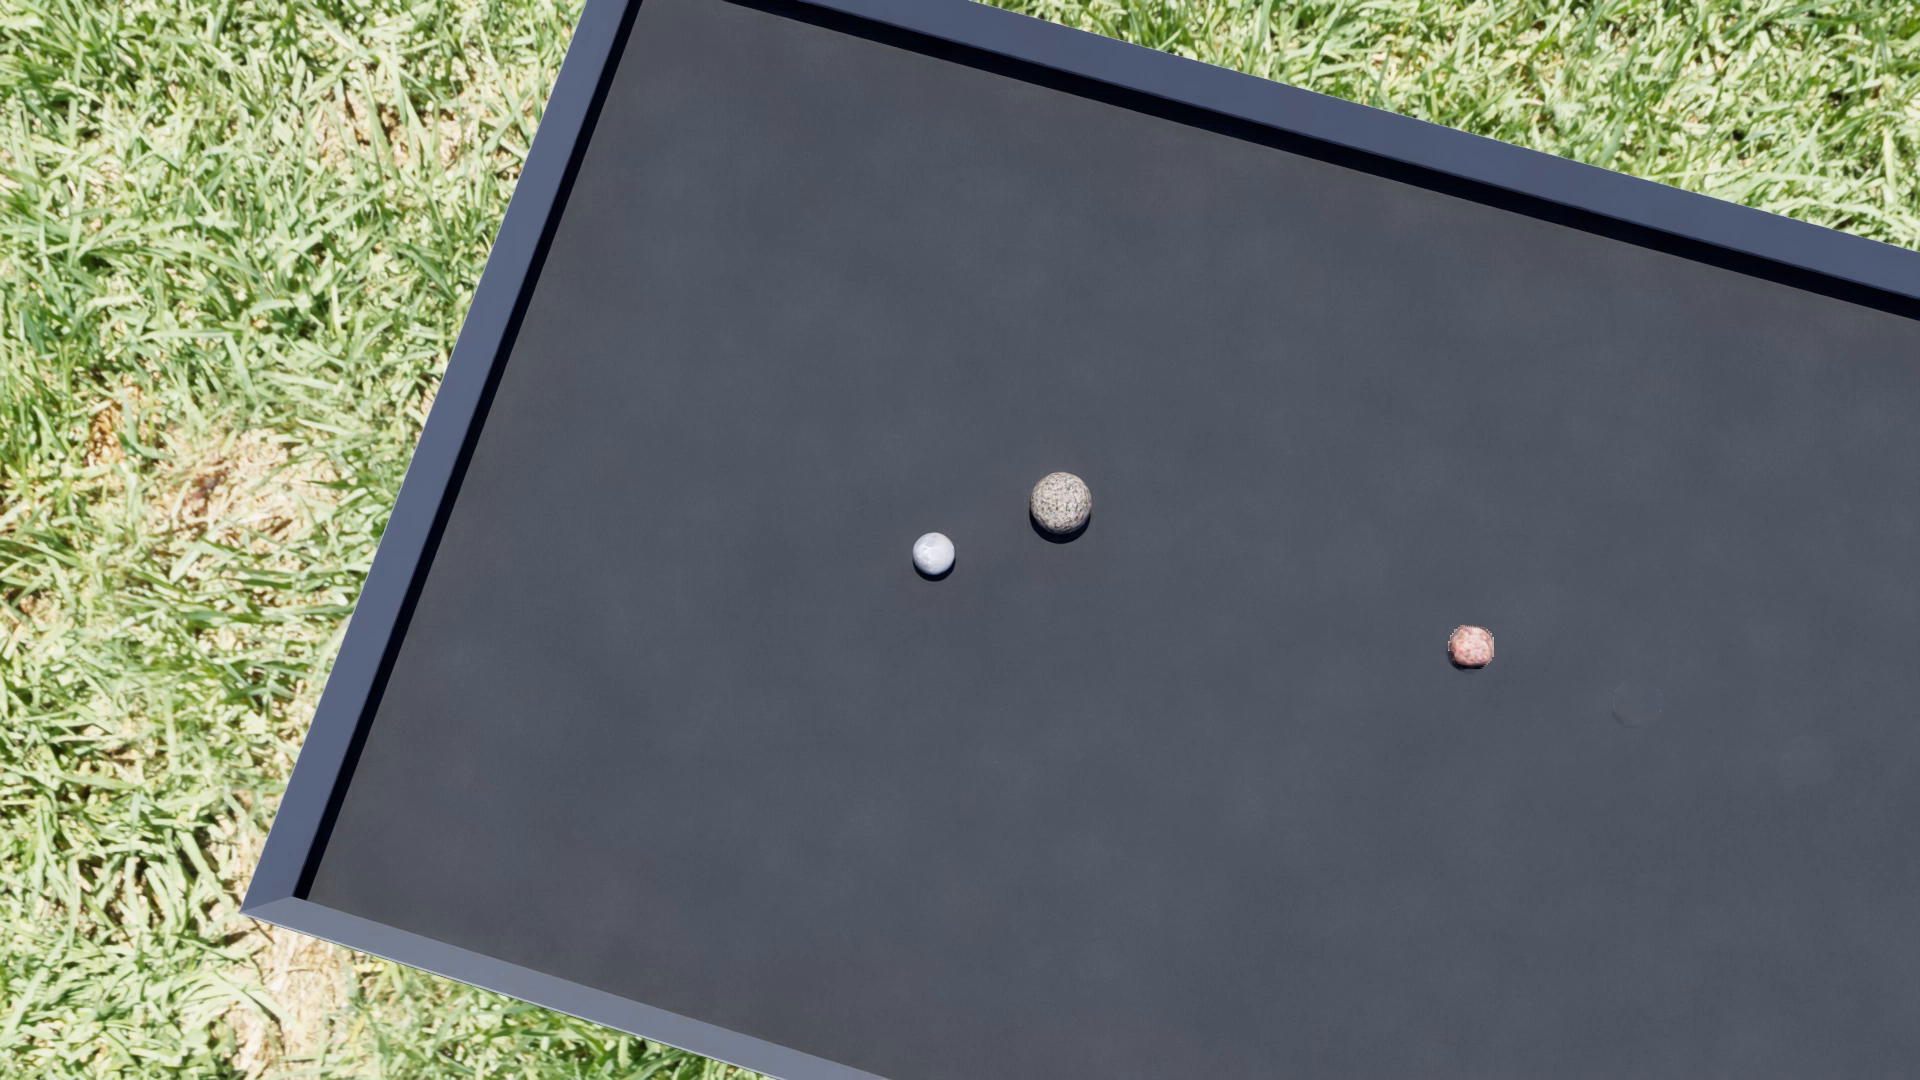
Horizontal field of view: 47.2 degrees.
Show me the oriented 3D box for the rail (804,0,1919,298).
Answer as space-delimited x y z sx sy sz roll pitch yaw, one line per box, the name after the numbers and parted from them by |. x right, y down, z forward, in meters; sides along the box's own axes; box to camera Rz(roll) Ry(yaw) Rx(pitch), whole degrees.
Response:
1.017 -0.536 3.480 3.277 0.124 0.045 16 75 4 | rail

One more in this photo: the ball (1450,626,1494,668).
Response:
0.772 0.162 3.317 0.062 0.062 0.062 0 74 0 | ball

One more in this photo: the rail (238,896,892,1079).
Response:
0.554 0.972 3.057 3.277 0.124 0.045 16 75 4 | rail

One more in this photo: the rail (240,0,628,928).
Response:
-0.763 -0.223 3.392 0.045 0.124 1.681 16 75 4 | rail

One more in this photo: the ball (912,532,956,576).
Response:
-0.040 0.021 3.355 0.066 0.066 0.066 0 74 0 | ball

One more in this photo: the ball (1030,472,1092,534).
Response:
0.154 -0.056 3.361 0.096 0.096 0.096 0 74 0 | ball
